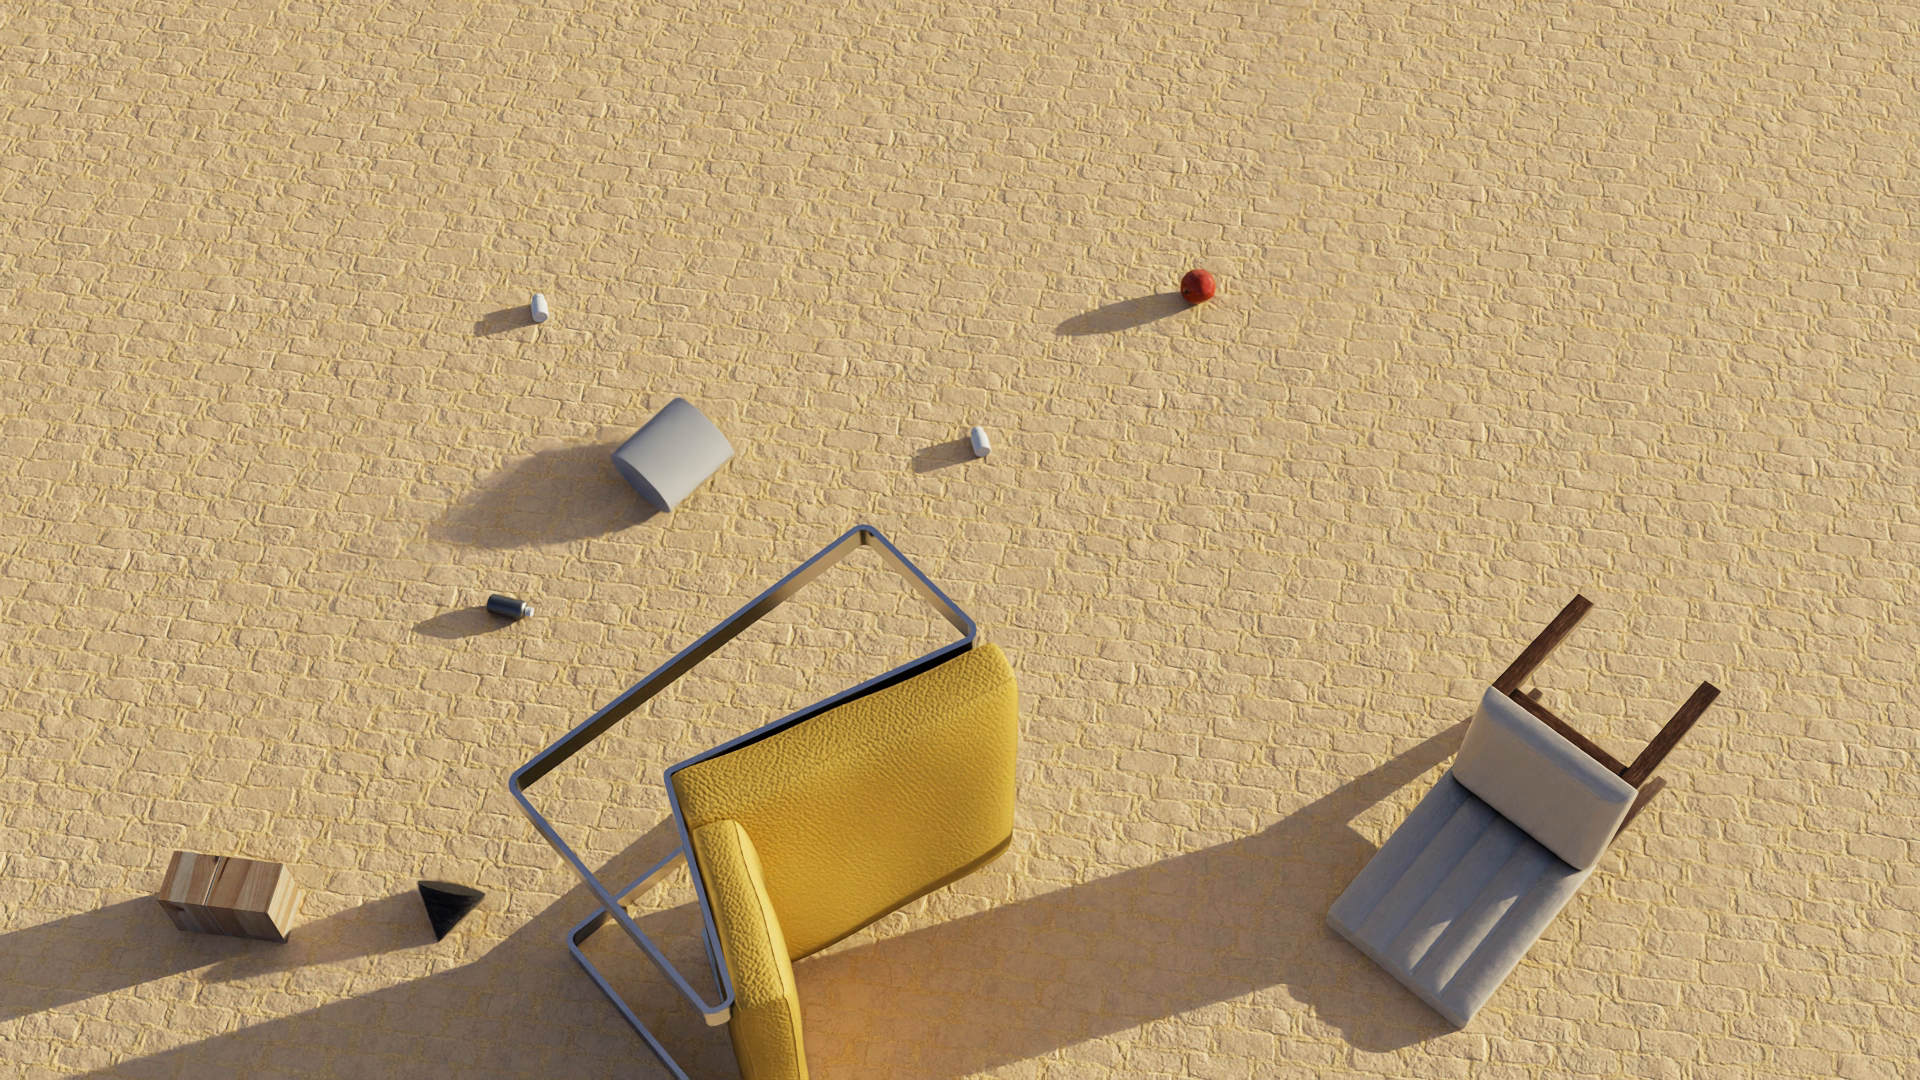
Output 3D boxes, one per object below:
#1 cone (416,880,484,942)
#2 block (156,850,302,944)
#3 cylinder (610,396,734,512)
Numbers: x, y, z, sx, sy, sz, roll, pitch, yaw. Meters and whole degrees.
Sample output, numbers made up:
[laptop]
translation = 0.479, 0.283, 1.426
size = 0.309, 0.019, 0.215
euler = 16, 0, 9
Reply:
[cone]
translation = -1.373, 1.000, 5.858
size = 0.190, 0.170, 0.149
euler = 11, 87, 28
[block]
translation = -1.930, 0.946, 5.822
size = 0.298, 0.195, 0.141
euler = 6, 56, 4
[cylinder]
translation = -0.871, -0.259, 6.659
size = 0.250, 0.131, 0.279
euler = 43, 65, 4
